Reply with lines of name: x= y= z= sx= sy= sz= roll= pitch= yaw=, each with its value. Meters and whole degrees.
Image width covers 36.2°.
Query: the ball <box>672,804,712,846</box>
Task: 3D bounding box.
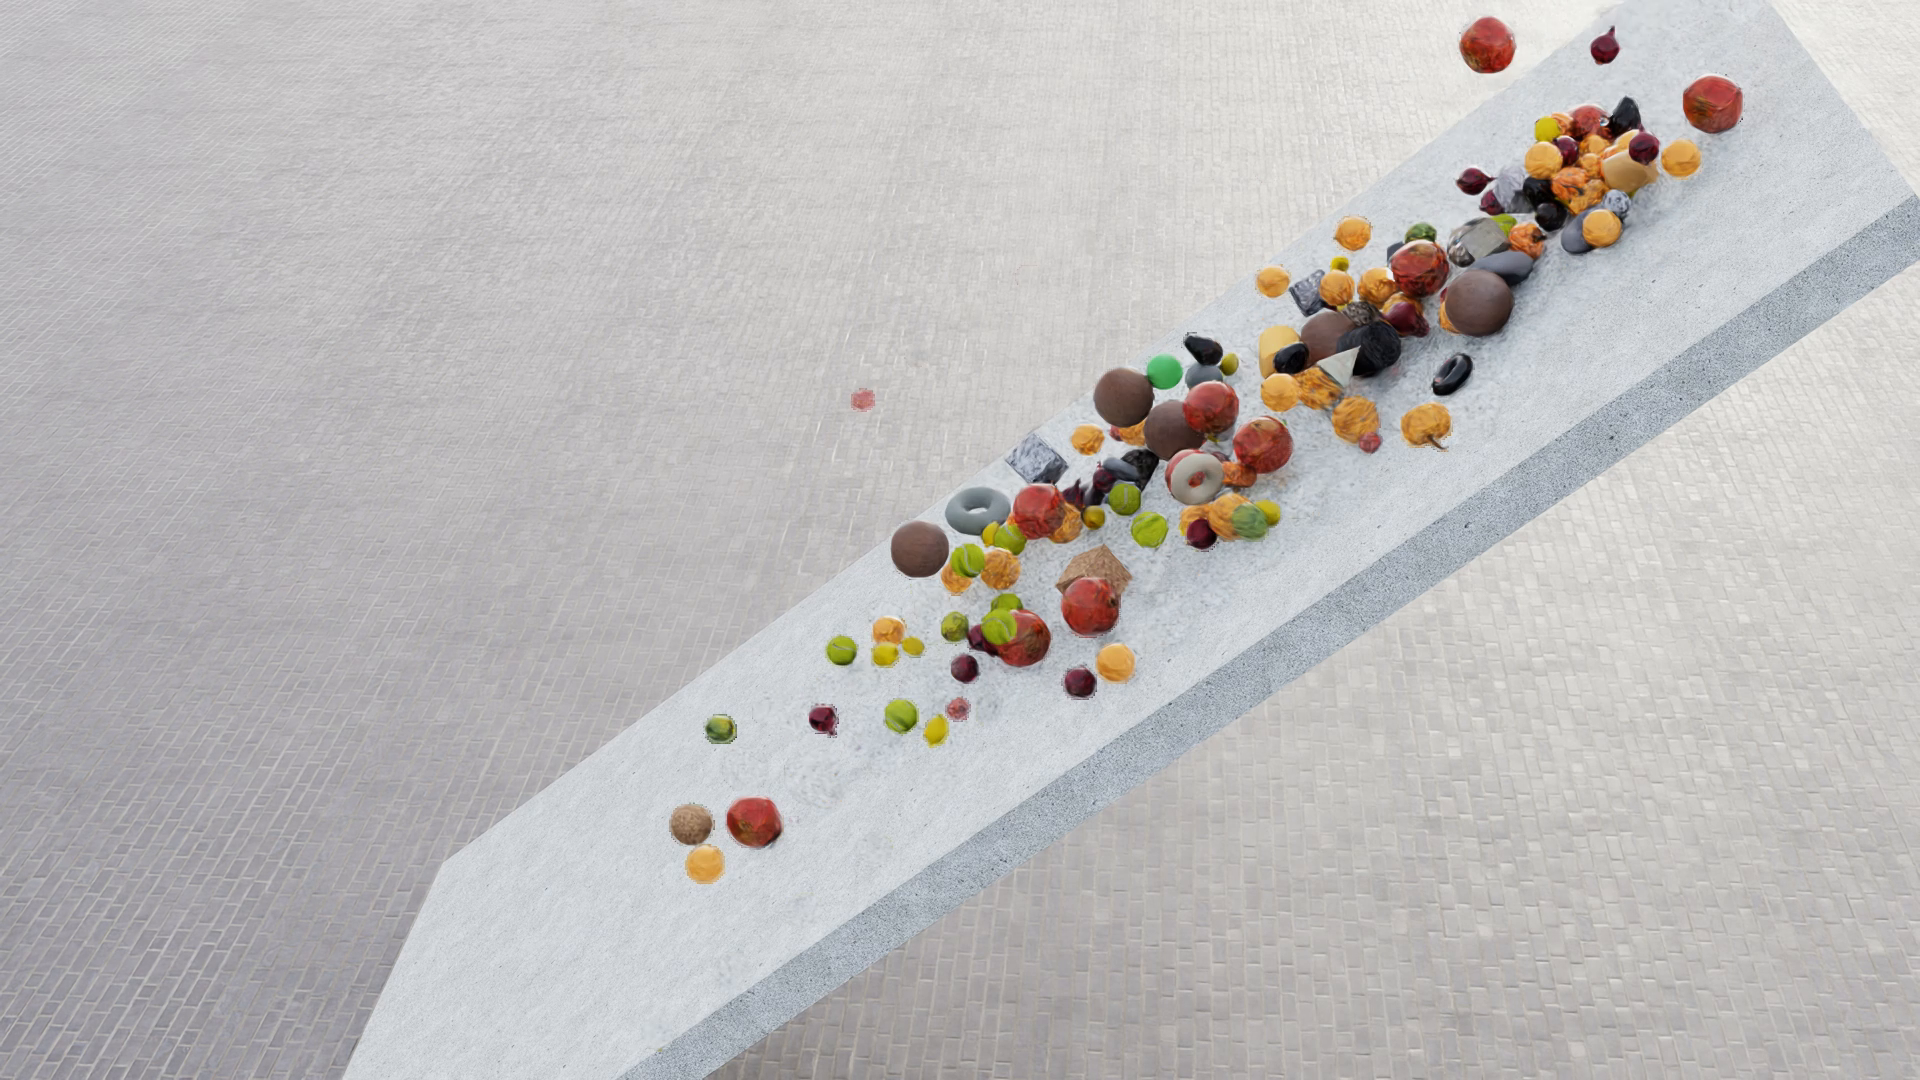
ball: x=-0.589 y=0.625 z=6.458 sx=0.090 sy=0.090 sz=0.090 roll=0 pitch=24 yaw=0

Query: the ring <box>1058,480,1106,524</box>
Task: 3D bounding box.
ring: x=0.268 y=-0.082 z=6.456 sx=0.122 sy=0.041 sz=0.122 roll=-39 pitch=15 yaw=13

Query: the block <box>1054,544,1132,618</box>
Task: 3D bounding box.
block: x=0.269 y=0.083 z=5.909 sx=0.092 sy=0.092 sz=0.092 roll=-23 pitch=23 yaw=47

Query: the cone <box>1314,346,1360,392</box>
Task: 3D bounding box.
cone: x=0.738 y=-0.342 z=5.635 sx=0.083 sy=0.083 sz=0.083 roll=-46 pitch=31 yaw=2

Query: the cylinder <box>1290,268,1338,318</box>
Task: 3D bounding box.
cylinder: x=0.740 y=-0.516 z=6.155 sx=0.075 sy=0.075 sz=0.075 roll=-30 pitch=27 yaw=-1

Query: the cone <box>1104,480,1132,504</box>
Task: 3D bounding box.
cone: x=0.327 y=-0.089 z=6.276 sx=0.059 sy=0.059 sz=0.059 roll=-30 pitch=35 yaw=-24

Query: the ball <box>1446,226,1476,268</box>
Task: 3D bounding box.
ball: x=1.030 y=-0.595 z=5.966 sx=0.086 sy=0.086 sz=0.086 roll=0 pitch=24 yaw=0

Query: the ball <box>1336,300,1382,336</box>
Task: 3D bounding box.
ball: x=0.820 y=-0.443 z=6.032 sx=0.095 sy=0.095 sz=0.095 roll=0 pitch=24 yaw=0

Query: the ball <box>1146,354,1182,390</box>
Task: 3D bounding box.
ball: x=0.437 y=-0.360 z=6.290 sx=0.078 sy=0.078 sz=0.078 roll=0 pitch=24 yaw=0

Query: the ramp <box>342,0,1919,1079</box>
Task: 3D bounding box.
ramp: x=0.121 y=0.185 z=6.340 sx=4.000 sy=0.100 sz=2.000 roll=-36 pitch=16 yaw=18

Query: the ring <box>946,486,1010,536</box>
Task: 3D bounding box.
ring: x=0.040 y=-0.066 z=6.621 sx=0.147 sy=0.049 sz=0.147 roll=-6 pitch=38 yaw=5

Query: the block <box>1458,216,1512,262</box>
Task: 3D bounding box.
block: x=1.024 y=-0.582 z=5.728 sx=0.065 sy=0.065 sz=0.065 roll=58 pitch=23 yaw=15

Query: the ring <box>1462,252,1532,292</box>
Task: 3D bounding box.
ring: x=1.038 y=-0.517 z=5.683 sx=0.139 sy=0.046 sz=0.139 roll=-12 pitch=-13 yaw=-3

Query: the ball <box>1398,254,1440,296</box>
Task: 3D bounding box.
ball: x=0.940 y=-0.543 z=6.034 sx=0.087 sy=0.087 sz=0.087 roll=0 pitch=24 yaw=0

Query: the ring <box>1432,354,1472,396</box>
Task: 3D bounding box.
ring: x=0.924 y=-0.310 z=5.528 sx=0.031 sy=0.094 sz=0.094 roll=38 pitch=20 yaw=-13

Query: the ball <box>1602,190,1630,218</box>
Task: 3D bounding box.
ball: x=1.236 y=-0.633 z=5.542 sx=0.054 sy=0.054 sz=0.054 roll=0 pitch=24 yaw=0

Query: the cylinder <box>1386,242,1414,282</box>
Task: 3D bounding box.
cylinder: x=0.893 y=-0.562 z=5.958 sx=0.057 sy=0.057 sz=0.057 roll=-4 pitch=47 yaw=5

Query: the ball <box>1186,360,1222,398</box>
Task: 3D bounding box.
ball: x=0.538 y=-0.356 z=6.484 sx=0.082 sy=0.082 sz=0.082 roll=0 pitch=24 yaw=0

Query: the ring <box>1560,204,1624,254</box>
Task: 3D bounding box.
ring: x=1.210 y=-0.598 z=5.630 sx=0.133 sy=0.044 sz=0.133 roll=-36 pitch=16 yaw=12

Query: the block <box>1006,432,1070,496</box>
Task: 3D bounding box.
block: x=0.165 y=-0.162 z=6.261 sx=0.083 sy=0.083 sz=0.083 roll=41 pitch=-2 yaw=29

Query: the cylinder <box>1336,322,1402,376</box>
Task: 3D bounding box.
cylinder: x=0.805 y=-0.377 z=5.793 sx=0.090 sy=0.090 sz=0.090 roll=-14 pitch=-1 yaw=-28

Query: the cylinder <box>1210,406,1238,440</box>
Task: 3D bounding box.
cylinder: x=0.552 y=-0.244 z=6.151 sx=0.052 sy=0.052 sz=0.052 roll=-6 pitch=40 yaw=5

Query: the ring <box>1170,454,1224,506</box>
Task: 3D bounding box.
ring: x=0.462 y=-0.118 z=5.733 sx=0.112 sy=0.112 sz=0.037 roll=-8 pitch=31 yaw=-17

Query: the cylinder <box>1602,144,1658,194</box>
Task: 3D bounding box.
cylinder: x=1.280 y=-0.707 z=5.616 sx=0.077 sy=0.077 sz=0.077 roll=-23 pitch=9 yaw=34

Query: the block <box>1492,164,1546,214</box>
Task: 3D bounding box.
block: x=1.136 y=-0.713 z=5.968 sx=0.070 sy=0.070 sz=0.070 roll=-6 pitch=53 yaw=-17

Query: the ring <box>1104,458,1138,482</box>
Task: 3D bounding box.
ring: x=0.333 y=-0.145 z=6.081 sx=0.078 sy=0.026 sz=0.078 roll=24 pitch=-11 yaw=5

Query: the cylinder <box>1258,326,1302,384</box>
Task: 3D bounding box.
cylinder: x=0.666 y=-0.386 z=6.122 sx=0.087 sy=0.087 sz=0.087 roll=1 pitch=42 yaw=1
